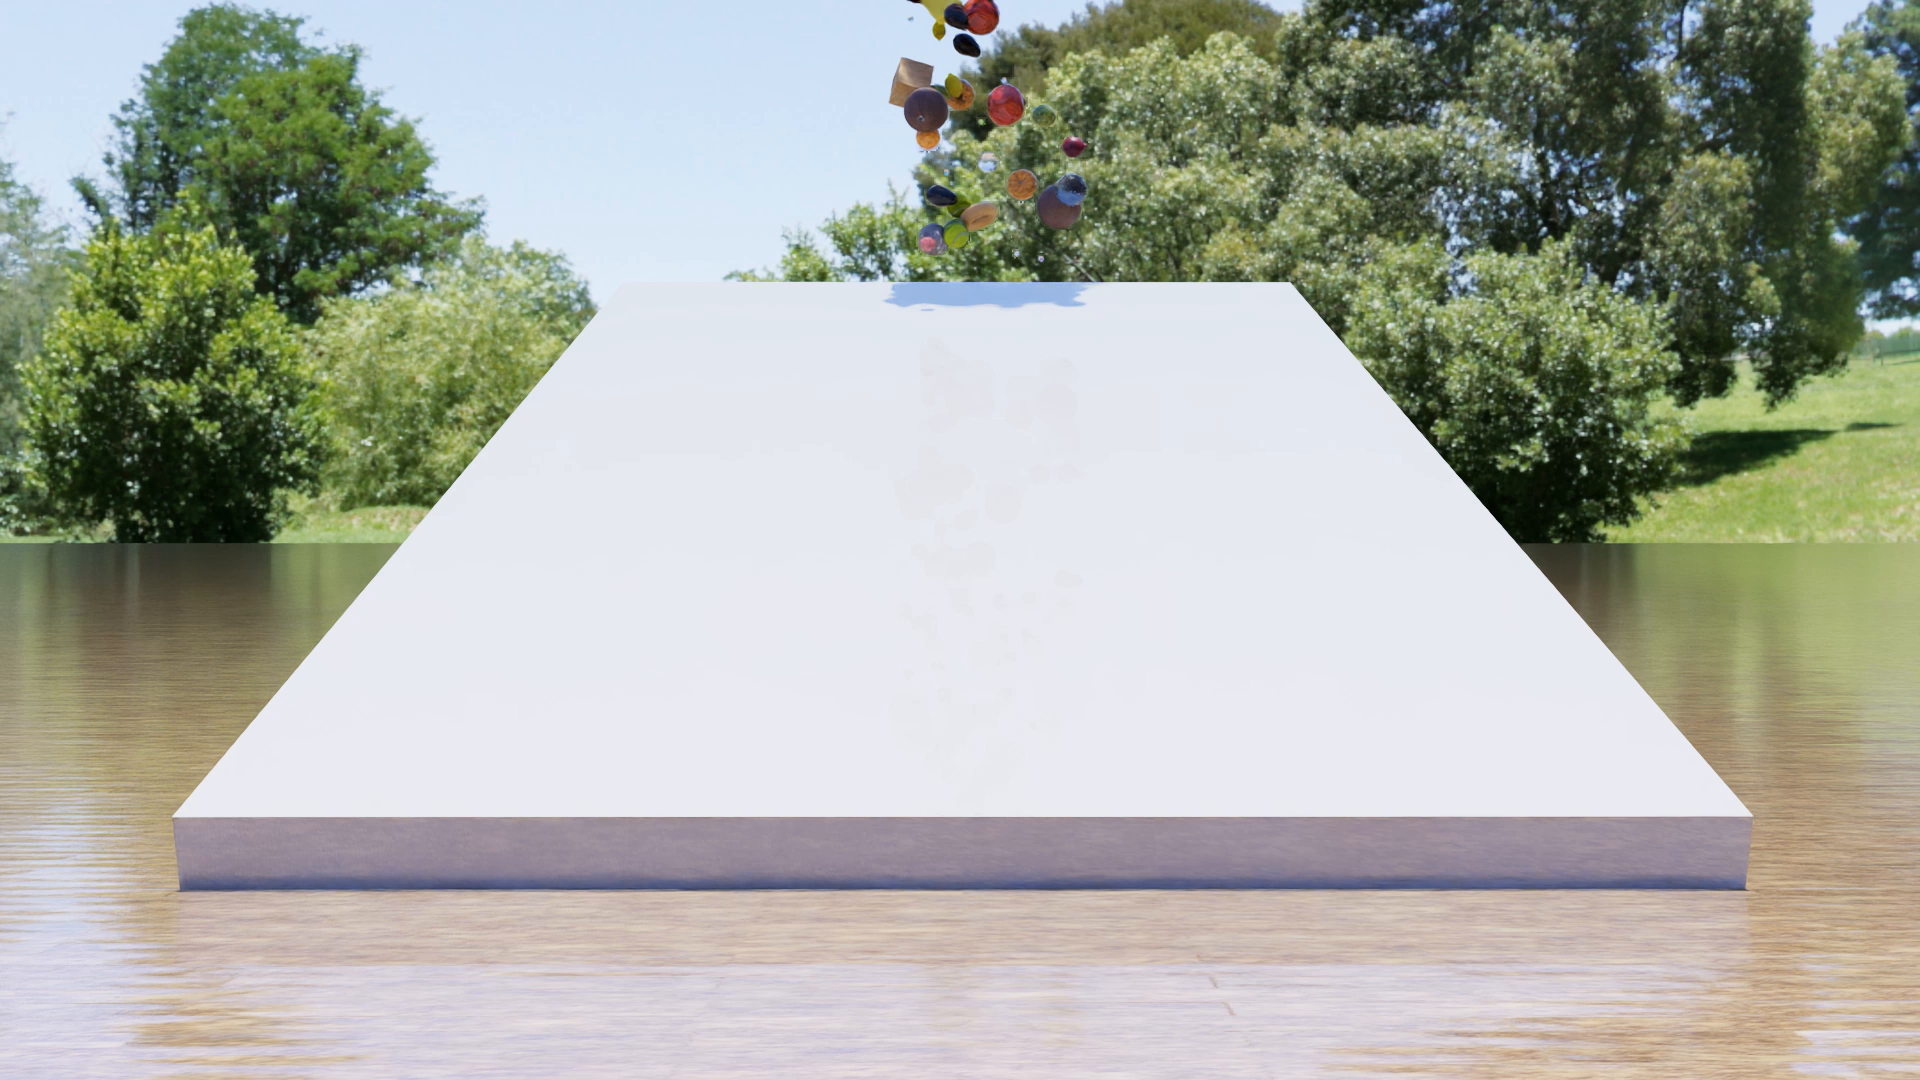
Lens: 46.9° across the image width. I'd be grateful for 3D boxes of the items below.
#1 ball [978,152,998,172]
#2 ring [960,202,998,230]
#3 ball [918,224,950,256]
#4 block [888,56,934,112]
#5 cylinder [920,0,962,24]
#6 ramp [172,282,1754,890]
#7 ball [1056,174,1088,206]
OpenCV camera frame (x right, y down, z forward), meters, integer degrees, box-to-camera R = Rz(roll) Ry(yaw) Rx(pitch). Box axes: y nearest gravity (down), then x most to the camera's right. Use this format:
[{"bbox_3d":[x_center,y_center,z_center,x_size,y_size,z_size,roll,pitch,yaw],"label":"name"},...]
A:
[{"bbox_3d":[0.080,-1.079,6.316,0.058,0.058,0.058,0,0,0],"label":"ball"},{"bbox_3d":[0.053,-0.927,6.332,0.117,0.039,0.117,-21,-17,-6],"label":"ring"},{"bbox_3d":[-0.075,-0.862,6.346,0.092,0.092,0.092,0,0,0],"label":"ball"},{"bbox_3d":[-0.142,-1.327,6.449,0.099,0.099,0.099,15,-32,-10],"label":"block"},{"bbox_3d":[-0.055,-1.564,6.434,0.090,0.090,0.090,-40,-4,-4],"label":"cylinder"},{"bbox_3d":[-0.002,-0.164,4.730,2.000,0.100,4.000,0,16,0],"label":"ramp"},{"bbox_3d":[0.314,-0.988,6.240,0.090,0.090,0.090,0,0,0],"label":"ball"}]
